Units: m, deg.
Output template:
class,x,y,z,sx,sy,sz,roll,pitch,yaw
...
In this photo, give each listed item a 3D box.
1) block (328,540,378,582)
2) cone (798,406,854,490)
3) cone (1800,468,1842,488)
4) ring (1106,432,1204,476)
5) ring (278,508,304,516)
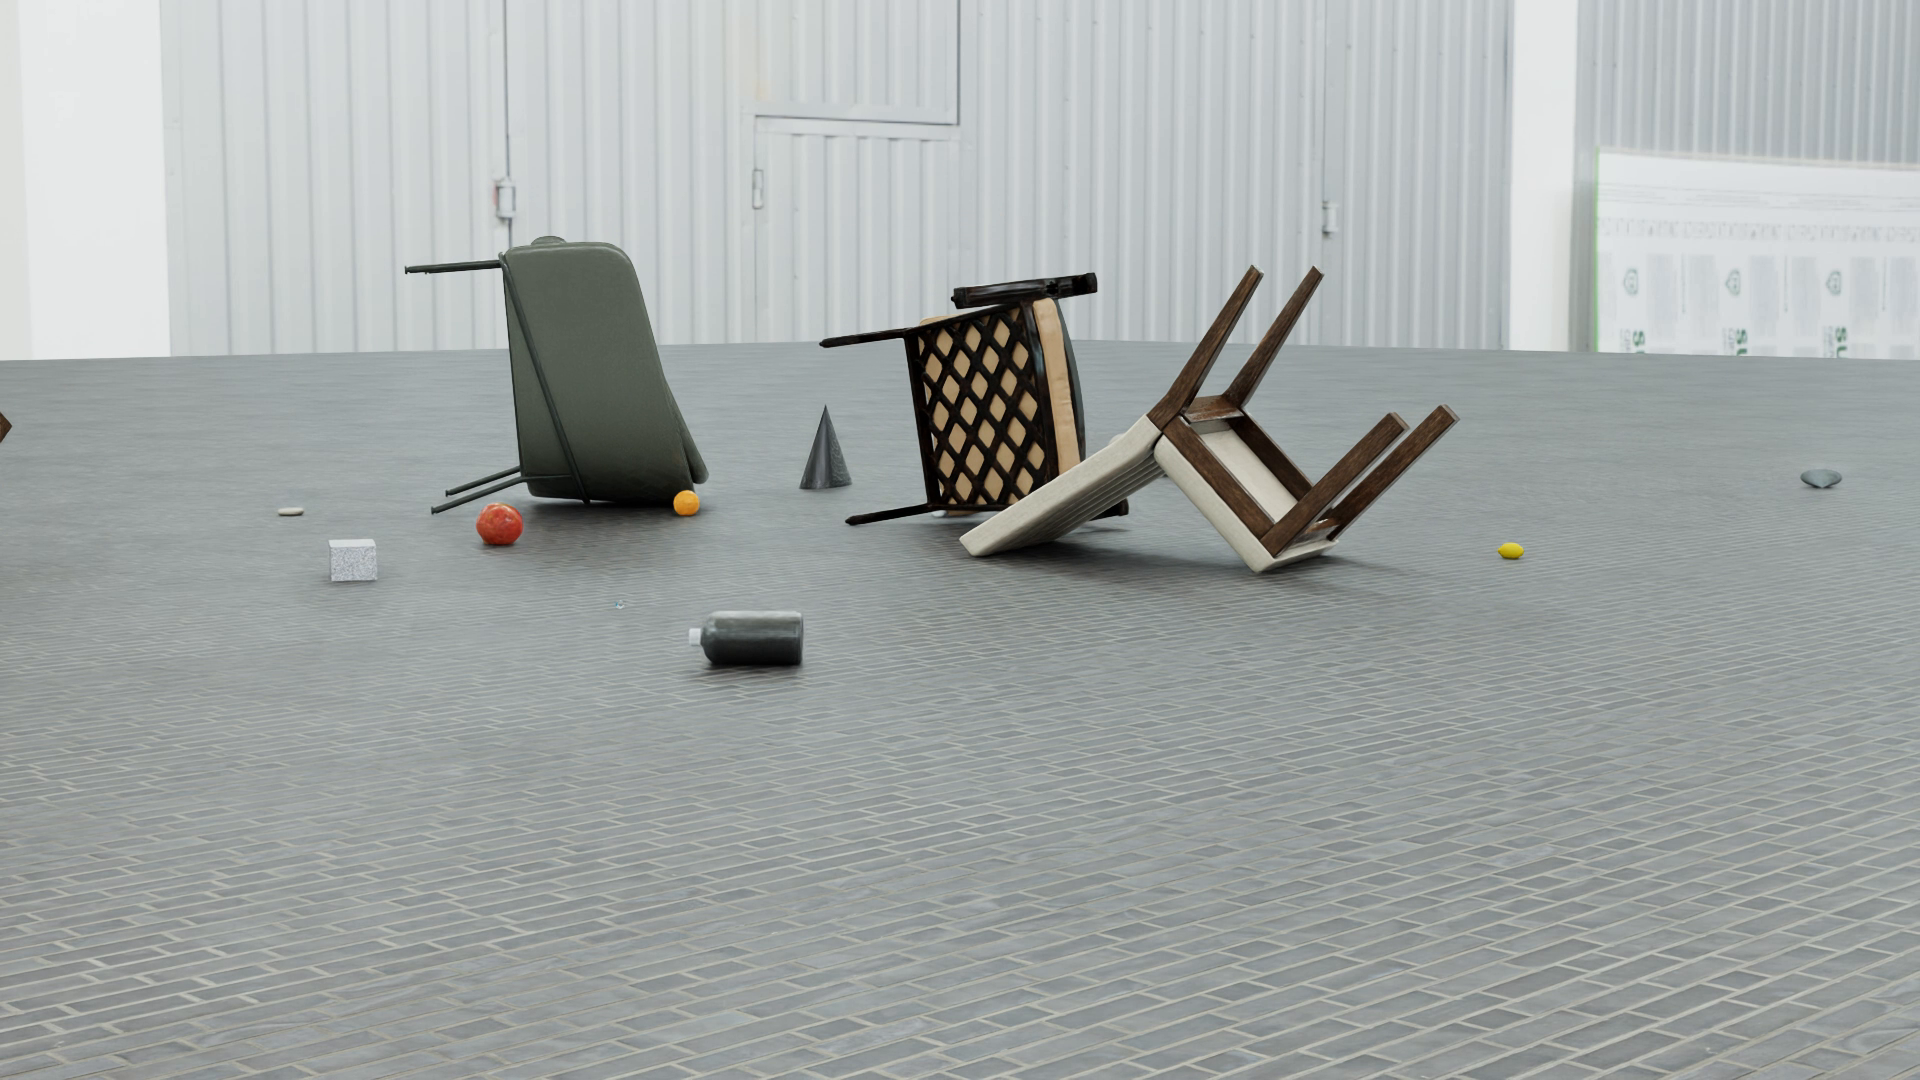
class,x,y,z,sx,sy,sz,roll,pitch,yaw
block,-1.334,0.043,5.634,0.096,0.073,0.156,-2,6,-15
cone,-0.421,-0.298,8.048,0.115,0.258,0.286,3,7,26
cone,2.688,-0.179,8.004,0.127,0.070,0.052,3,40,12
ring,0.653,-0.289,8.584,0.330,0.133,0.262,0,7,13
ring,-1.845,-0.077,7.077,0.076,0.018,0.057,-5,7,-44
